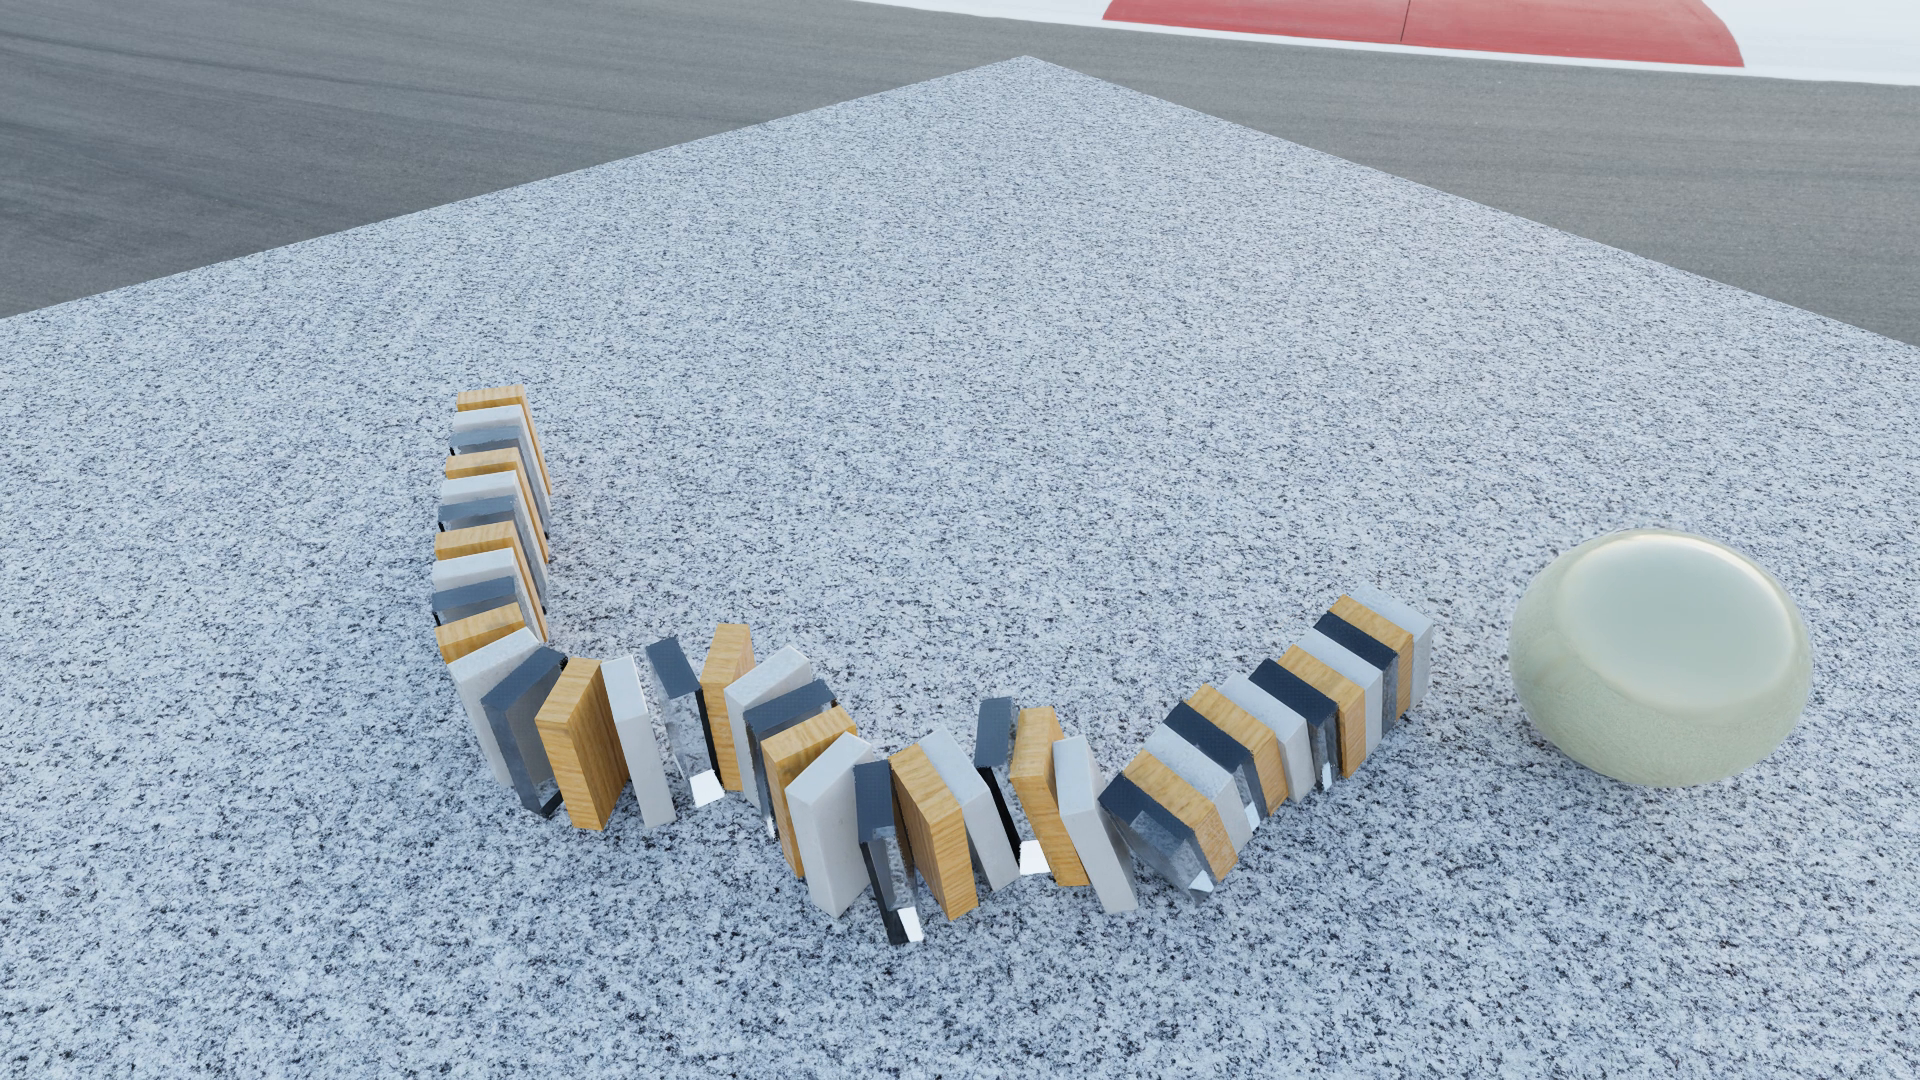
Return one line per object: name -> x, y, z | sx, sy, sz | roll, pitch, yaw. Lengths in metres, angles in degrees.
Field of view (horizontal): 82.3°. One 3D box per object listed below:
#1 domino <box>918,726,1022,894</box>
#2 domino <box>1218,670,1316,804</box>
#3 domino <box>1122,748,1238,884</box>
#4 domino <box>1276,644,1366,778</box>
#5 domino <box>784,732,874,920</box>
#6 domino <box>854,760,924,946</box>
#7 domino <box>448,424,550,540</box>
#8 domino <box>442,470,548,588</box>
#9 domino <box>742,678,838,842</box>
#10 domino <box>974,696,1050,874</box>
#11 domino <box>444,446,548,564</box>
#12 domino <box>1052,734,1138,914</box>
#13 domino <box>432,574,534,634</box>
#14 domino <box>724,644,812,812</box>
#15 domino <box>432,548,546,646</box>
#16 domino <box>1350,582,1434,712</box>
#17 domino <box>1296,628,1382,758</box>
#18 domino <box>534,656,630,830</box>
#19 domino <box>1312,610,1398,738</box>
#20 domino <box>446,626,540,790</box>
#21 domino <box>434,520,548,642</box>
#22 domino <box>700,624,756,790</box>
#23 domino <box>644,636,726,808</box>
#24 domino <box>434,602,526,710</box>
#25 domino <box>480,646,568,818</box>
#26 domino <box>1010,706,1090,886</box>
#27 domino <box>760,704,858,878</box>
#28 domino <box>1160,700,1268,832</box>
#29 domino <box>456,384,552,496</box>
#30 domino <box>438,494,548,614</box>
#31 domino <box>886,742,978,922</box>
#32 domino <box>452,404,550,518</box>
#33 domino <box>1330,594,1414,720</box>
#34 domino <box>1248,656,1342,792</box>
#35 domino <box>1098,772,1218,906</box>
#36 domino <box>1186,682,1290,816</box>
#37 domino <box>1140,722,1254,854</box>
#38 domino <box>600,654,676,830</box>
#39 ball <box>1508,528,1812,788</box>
domino -> 0.003, 0.078, 0.316 | 0.009, 0.050, 0.025 | -30, 46, -12
domino -> 0.094, 0.061, 0.337 | 0.010, 0.050, 0.025 | -45, 53, -11
domino -> 0.064, 0.080, 0.315 | 0.010, 0.050, 0.025 | -46, 53, -11
domino -> 0.113, 0.055, 0.345 | 0.009, 0.050, 0.025 | -44, 53, -13
domino -> -0.034, 0.081, 0.312 | 0.009, 0.050, 0.025 | 21, 43, 31
domino -> -0.020, 0.087, 0.305 | 0.009, 0.050, 0.025 | -10, 40, -1
domino -> -0.182, -0.020, 0.436 | 0.025, 0.050, 0.009 | -9, 40, -11
domino -> -0.174, -0.001, 0.413 | 0.025, 0.050, 0.009 | -10, 40, -12
domino -> -0.049, 0.067, 0.330 | 0.025, 0.050, 0.009 | -22, 44, -24
domino -> 0.016, 0.072, 0.323 | 0.009, 0.050, 0.025 | -10, 37, 14
domino -> -0.178, -0.011, 0.425 | 0.025, 0.050, 0.009 | -10, 40, -11
domino -> 0.039, 0.081, 0.312 | 0.009, 0.050, 0.025 | -16, 38, 11
domino -> -0.155, 0.036, 0.367 | 0.025, 0.050, 0.010 | -14, 41, -16
domino -> -0.057, 0.059, 0.340 | 0.009, 0.050, 0.025 | 30, 48, 31
domino -> -0.161, 0.027, 0.378 | 0.025, 0.050, 0.009 | -12, 41, -14
domino -> 0.143, 0.036, 0.367 | 0.009, 0.050, 0.025 | -44, 53, -13
domino -> 0.121, 0.050, 0.351 | 0.010, 0.050, 0.025 | -44, 53, -13
domino -> -0.114, 0.063, 0.335 | 0.009, 0.050, 0.025 | 6, 40, 7
domino -> 0.128, 0.045, 0.357 | 0.009, 0.050, 0.025 | -44, 53, -13
domino -> -0.140, 0.053, 0.346 | 0.025, 0.050, 0.009 | -29, 47, -31
domino -> -0.165, 0.018, 0.390 | 0.025, 0.050, 0.009 | -11, 41, -13
domino -> -0.071, 0.053, 0.347 | 0.010, 0.050, 0.025 | 2, 39, 2
domino -> -0.085, 0.057, 0.342 | 0.009, 0.050, 0.025 | -20, 43, -22
domino -> -0.149, 0.045, 0.356 | 0.025, 0.050, 0.010 | -19, 43, -22
domino -> -0.128, 0.060, 0.339 | 0.010, 0.050, 0.025 | 18, 43, 21
domino -> 0.028, 0.075, 0.320 | 0.010, 0.050, 0.025 | -9, 36, 19
domino -> -0.041, 0.074, 0.321 | 0.025, 0.050, 0.009 | -23, 41, -25
domino -> 0.077, 0.069, 0.328 | 0.009, 0.050, 0.025 | -45, 53, -11
domino -> -0.190, -0.040, 0.460 | 0.025, 0.050, 0.009 | -10, 40, -12
domino -> -0.170, 0.008, 0.402 | 0.025, 0.050, 0.009 | -10, 40, -12
domino -> -0.007, 0.083, 0.310 | 0.009, 0.050, 0.025 | -24, 45, -18
domino -> -0.186, -0.030, 0.448 | 0.025, 0.050, 0.009 | -9, 40, -11
domino -> 0.135, 0.040, 0.363 | 0.009, 0.050, 0.025 | -44, 53, -13
domino -> 0.104, 0.058, 0.341 | 0.009, 0.050, 0.025 | -44, 53, -13
domino -> 0.056, 0.085, 0.309 | 0.009, 0.050, 0.025 | -47, 54, -11
domino -> 0.085, 0.064, 0.333 | 0.010, 0.050, 0.025 | -45, 53, -11
domino -> 0.070, 0.074, 0.322 | 0.009, 0.050, 0.025 | -46, 53, -11
domino -> -0.098, 0.062, 0.336 | 0.010, 0.050, 0.025 | -15, 42, -18
ball -> 0.216, 0.036, 0.344 | 0.080, 0.080, 0.080 | 0, 39, 0
